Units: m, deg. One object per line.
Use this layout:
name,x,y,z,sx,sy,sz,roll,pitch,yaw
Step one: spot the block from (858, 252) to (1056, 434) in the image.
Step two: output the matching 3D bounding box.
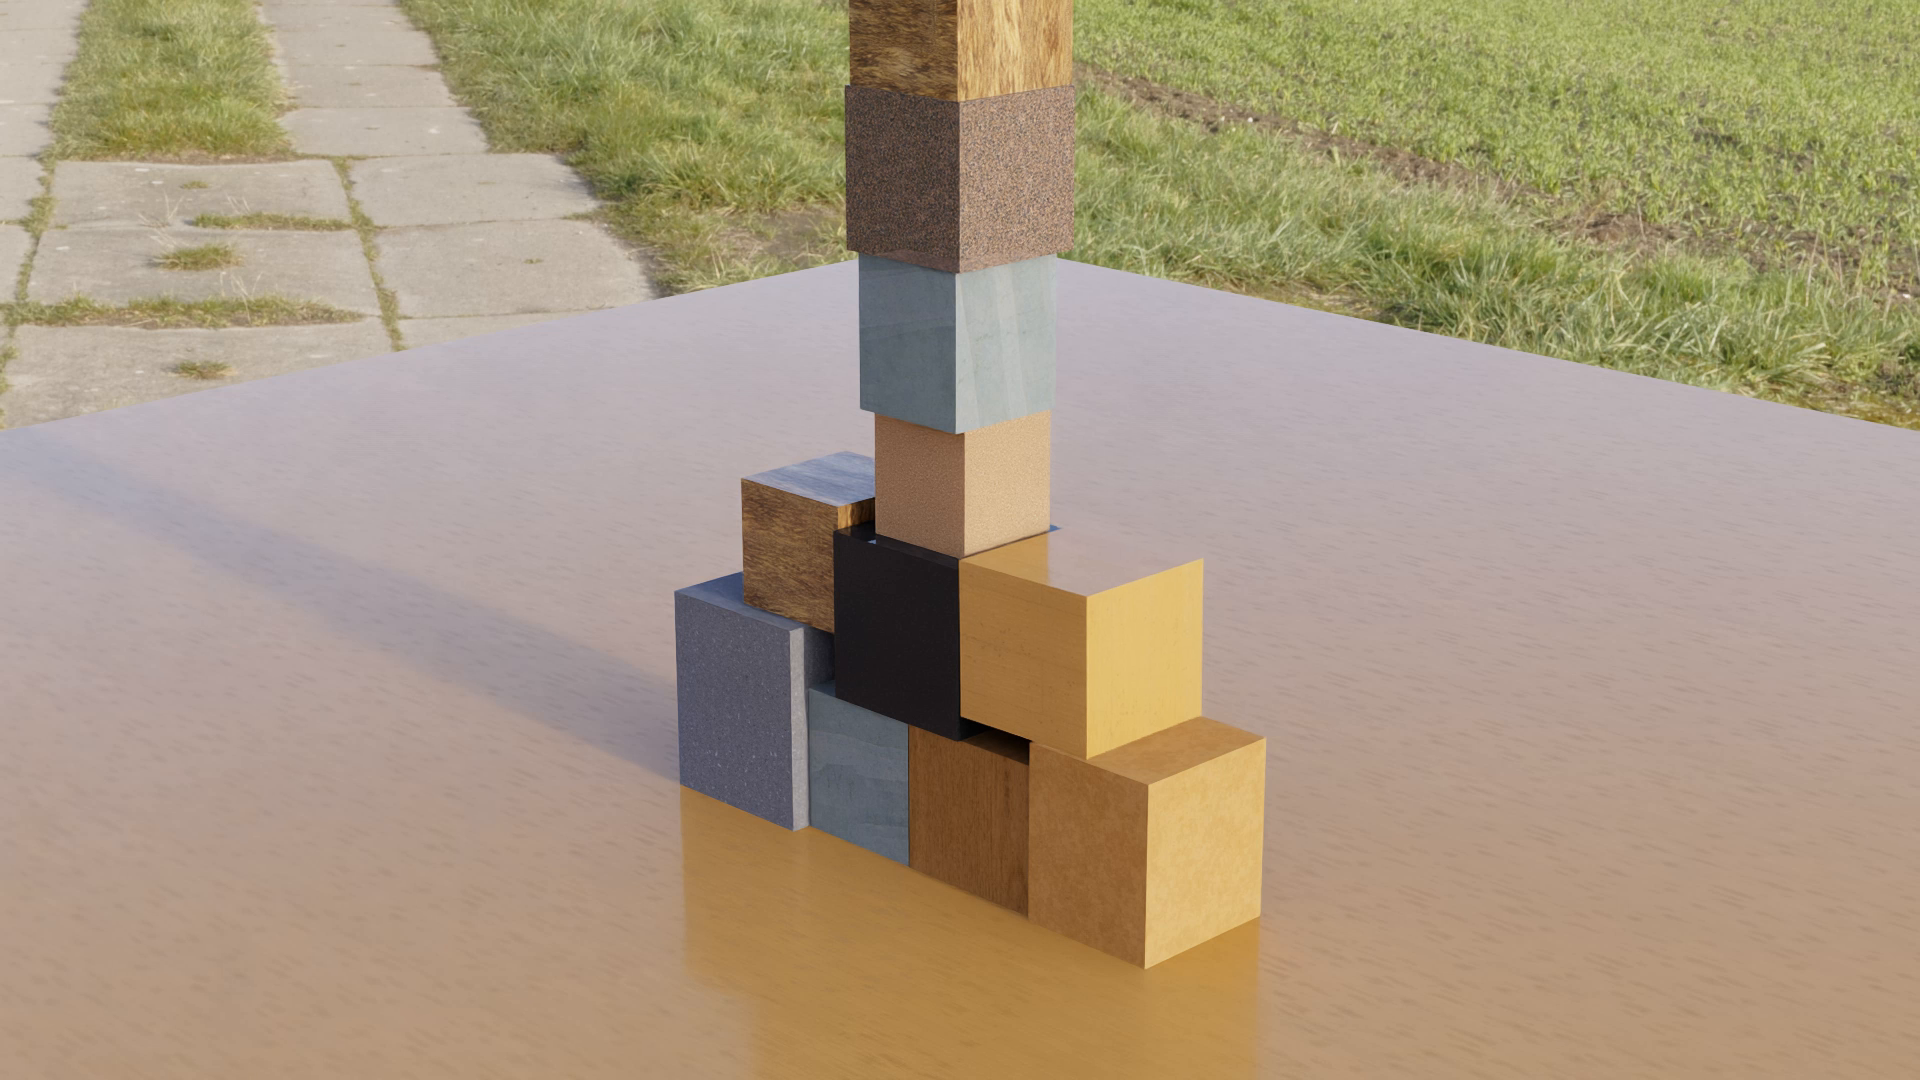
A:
block,-0.011,-0.934,13.039,0.631,0.722,0.608,-17,24,-42

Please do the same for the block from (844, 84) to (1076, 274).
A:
block,-0.001,-1.629,12.832,0.711,0.729,0.706,-17,24,-42

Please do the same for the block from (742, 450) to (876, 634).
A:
block,-0.556,0.003,13.934,0.676,0.623,0.674,-17,24,-42

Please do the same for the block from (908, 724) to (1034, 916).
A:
block,0.283,1.180,13.392,0.678,0.719,0.782,-17,24,-42

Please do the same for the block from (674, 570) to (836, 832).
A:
block,-0.775,0.722,14.366,0.885,1.008,0.839,-17,24,-42

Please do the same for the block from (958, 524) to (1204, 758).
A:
block,0.534,0.432,12.936,0.751,0.728,0.761,-17,23,-42

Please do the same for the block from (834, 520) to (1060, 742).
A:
block,-0.021,0.348,13.493,0.775,0.809,0.803,-17,24,-42

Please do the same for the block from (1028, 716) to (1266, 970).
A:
block,0.819,1.274,12.878,0.773,0.847,0.688,-17,24,-42

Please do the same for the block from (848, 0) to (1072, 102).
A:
block,0.005,-2.345,12.613,0.704,0.768,0.659,-17,24,-42

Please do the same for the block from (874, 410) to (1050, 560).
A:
block,0.011,-0.313,13.256,0.547,0.593,0.573,-17,24,-42

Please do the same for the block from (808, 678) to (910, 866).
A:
block,-0.217,1.025,13.911,0.727,0.704,0.672,-17,24,-42
